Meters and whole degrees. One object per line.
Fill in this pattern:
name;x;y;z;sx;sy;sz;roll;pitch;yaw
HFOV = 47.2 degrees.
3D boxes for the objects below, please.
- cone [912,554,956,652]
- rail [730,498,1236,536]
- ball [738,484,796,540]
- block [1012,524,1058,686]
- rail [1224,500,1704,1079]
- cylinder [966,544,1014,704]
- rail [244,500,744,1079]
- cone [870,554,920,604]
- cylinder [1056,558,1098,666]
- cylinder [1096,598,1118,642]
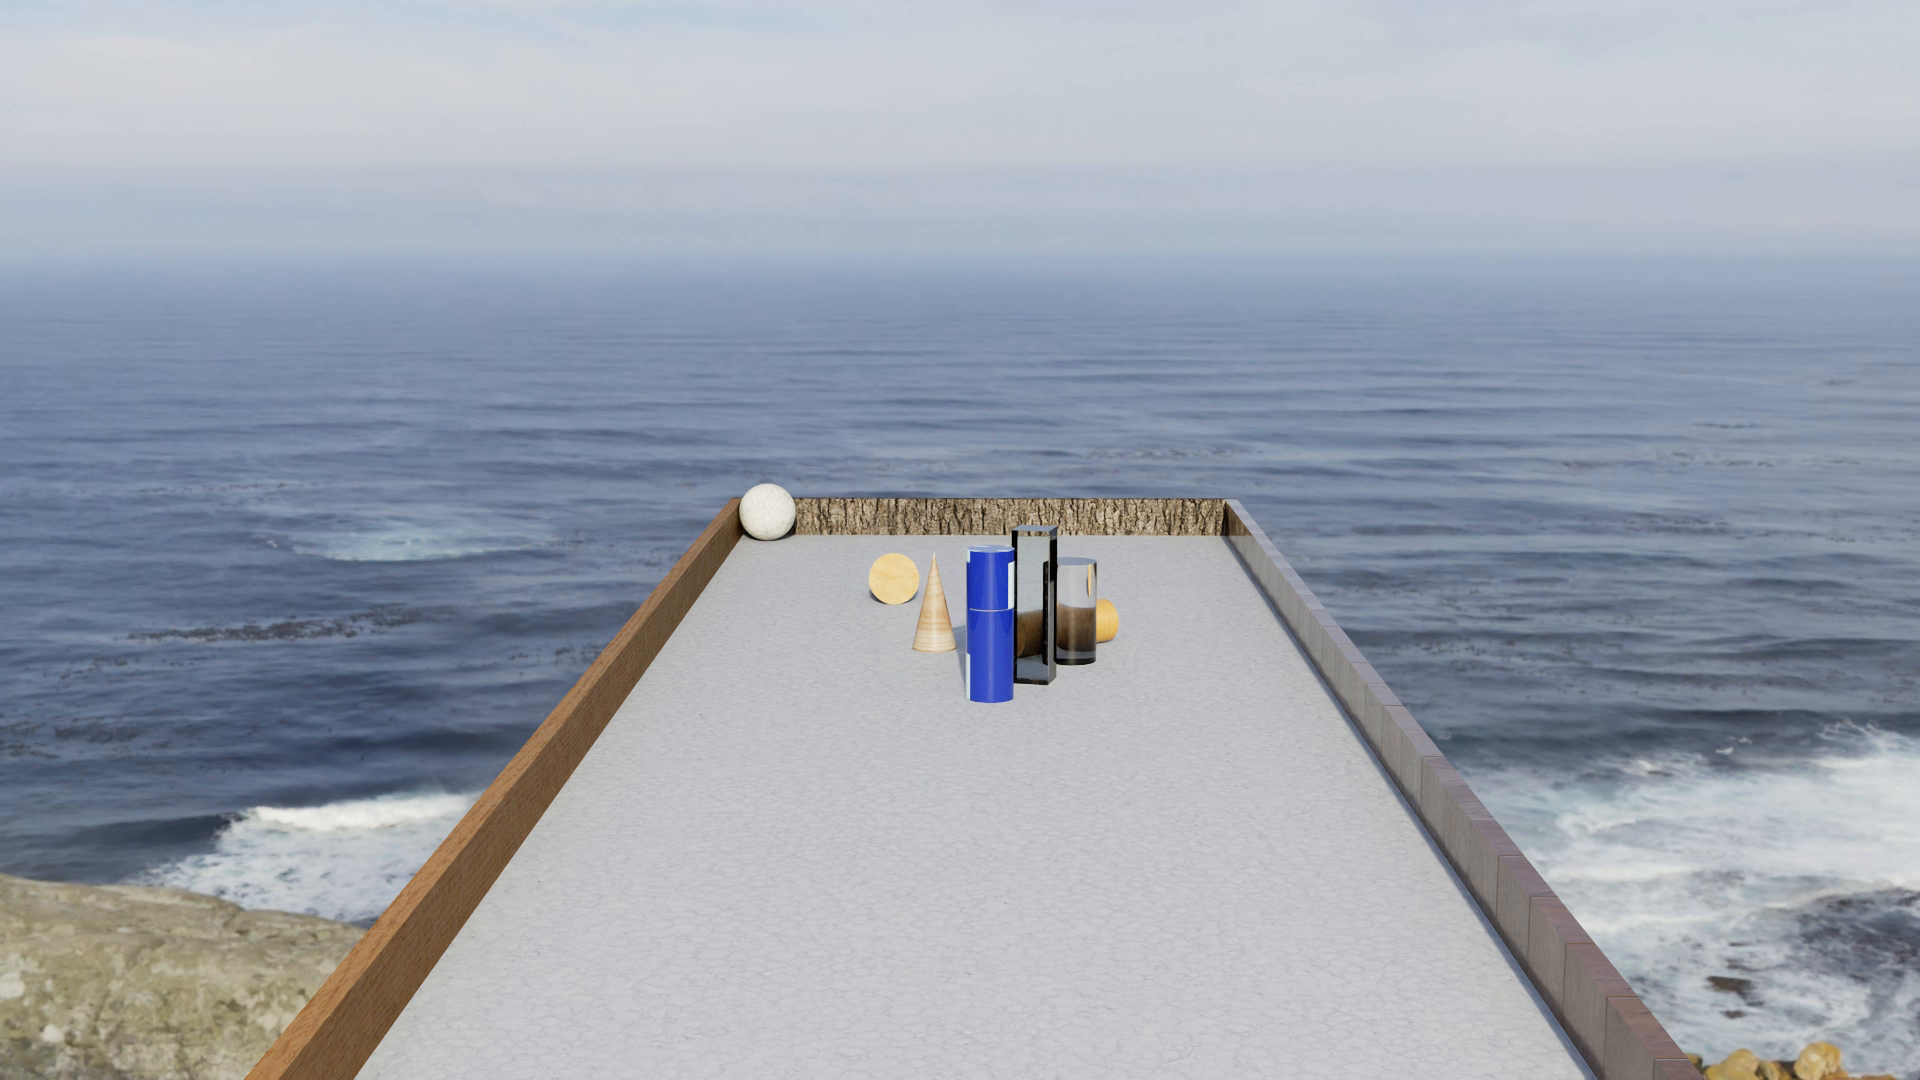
cone;-0.080;0.186;6.852;0.142;0.308;0.142;0;9;0
rail;0.099;-0.098;9.147;2.100;0.150;0.050;0;9;1
ball;-0.787;-0.114;8.988;0.233;0.233;0.233;0;9;0
block;0.216;0.188;6.388;0.110;0.450;0.110;2;9;15
rail;1.046;0.843;3.208;0.050;0.150;12.000;0;9;1
cylinder;0.084;0.234;6.172;0.136;0.426;0.136;0;9;0
rail;-1.004;0.839;3.234;0.050;0.150;12.000;0;9;1
cone;-0.271;0.146;7.811;0.176;0.176;0.420;-2;-3;-12
cylinder;0.337;0.215;6.675;0.155;0.306;0.155;0;9;0
cylinder;0.311;0.271;6.864;0.371;0.137;0.137;-7;11;-38
